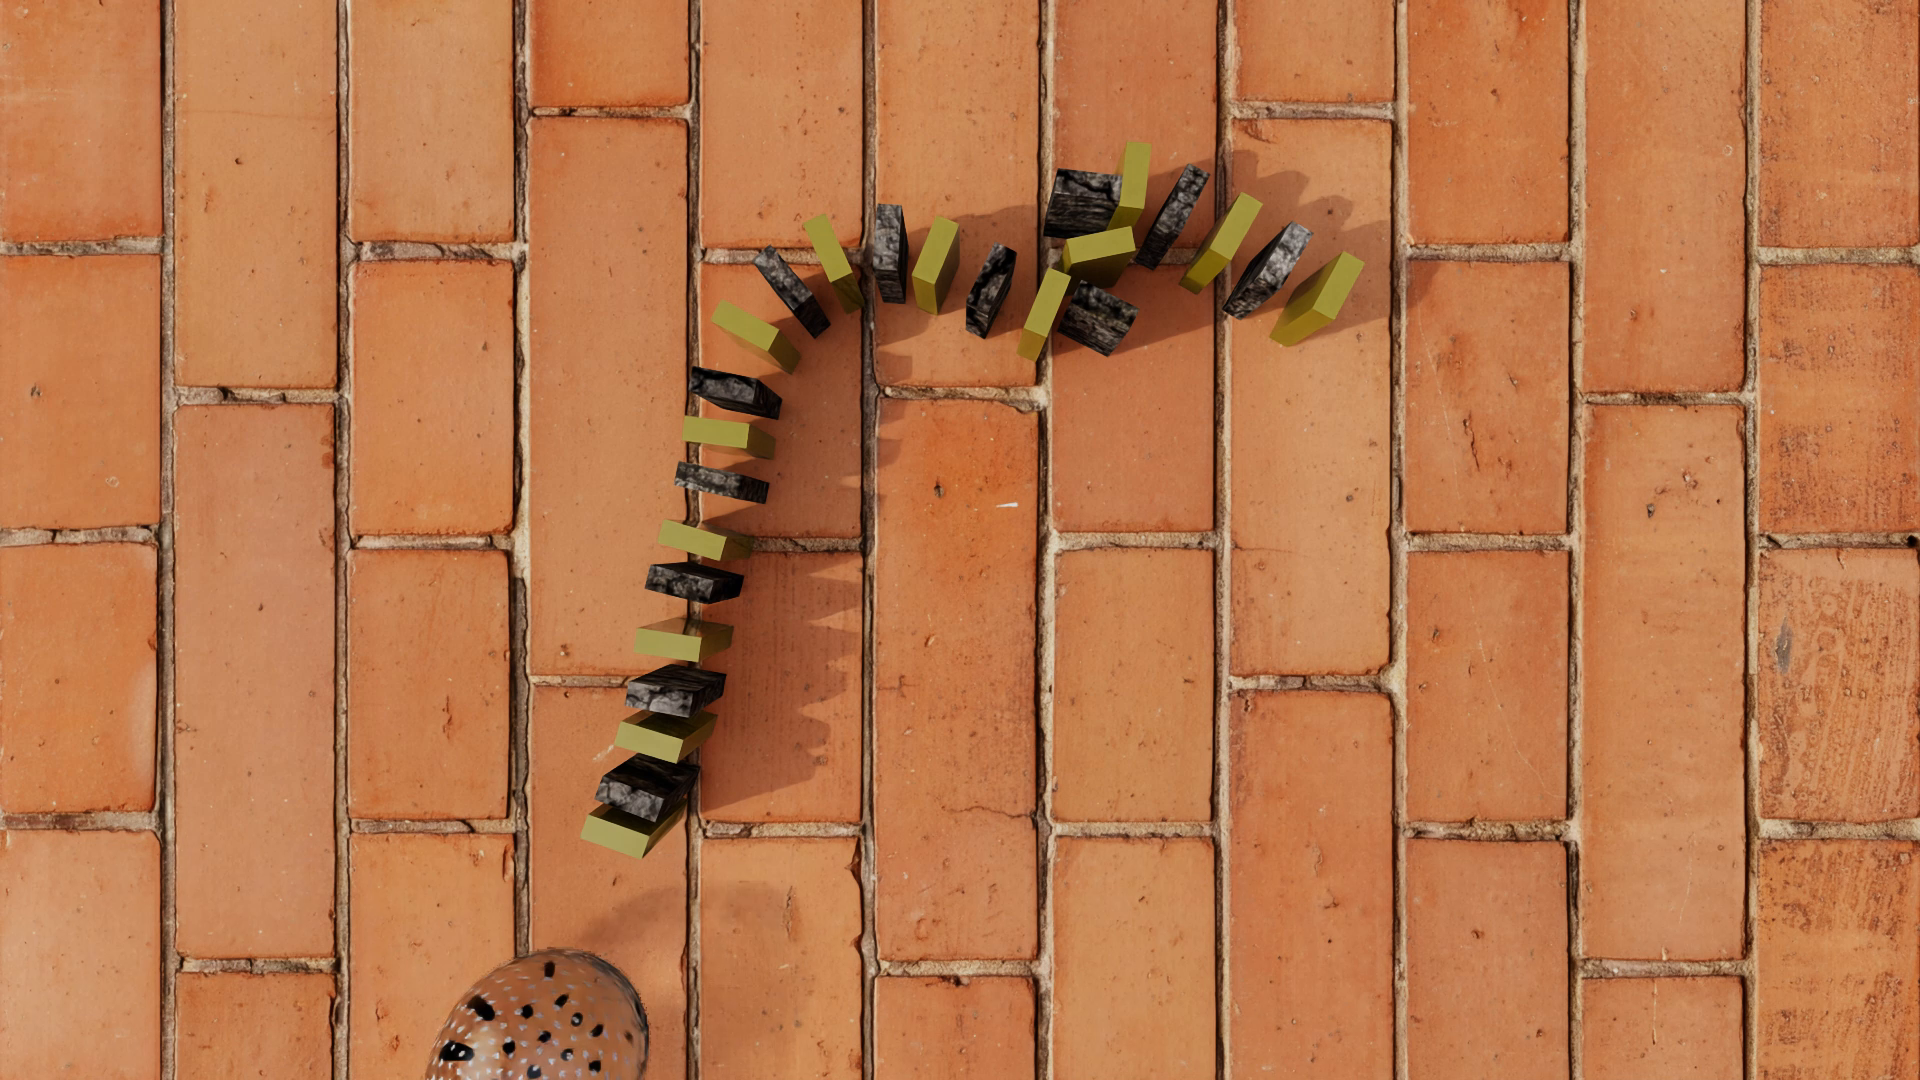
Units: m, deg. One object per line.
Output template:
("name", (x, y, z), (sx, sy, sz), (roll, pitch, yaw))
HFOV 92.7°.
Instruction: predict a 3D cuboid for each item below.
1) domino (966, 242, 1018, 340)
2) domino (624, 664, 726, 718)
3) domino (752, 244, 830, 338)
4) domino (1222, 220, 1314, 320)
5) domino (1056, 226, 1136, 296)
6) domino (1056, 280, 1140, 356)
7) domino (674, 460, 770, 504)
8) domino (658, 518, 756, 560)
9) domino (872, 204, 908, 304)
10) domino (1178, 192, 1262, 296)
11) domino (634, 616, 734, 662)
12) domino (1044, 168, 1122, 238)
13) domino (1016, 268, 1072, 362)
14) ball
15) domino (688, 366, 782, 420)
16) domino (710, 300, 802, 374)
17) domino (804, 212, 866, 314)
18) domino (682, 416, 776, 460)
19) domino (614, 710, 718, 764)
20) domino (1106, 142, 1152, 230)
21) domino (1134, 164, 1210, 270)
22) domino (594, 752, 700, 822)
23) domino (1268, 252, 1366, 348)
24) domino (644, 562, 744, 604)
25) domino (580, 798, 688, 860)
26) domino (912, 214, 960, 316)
("domino", (0.012, -0.101, 0.375), (0.009, 0.050, 0.025), (26, 90, 0))
("domino", (-0.115, 0.061, 0.375), (0.025, 0.050, 0.009), (10, 90, 0))
("domino", (-0.068, -0.100, 0.375), (0.010, 0.050, 0.025), (-40, 90, 0))
("domino", (0.125, -0.109, 0.375), (0.009, 0.050, 0.025), (31, 90, 0))
("domino", (0.054, -0.113, 0.375), (0.025, 0.050, 0.010), (-12, 90, 0))
("domino", (0.055, -0.090, 0.375), (0.025, 0.050, 0.009), (27, 90, 0))
("domino", (-0.096, -0.023, 0.375), (0.025, 0.050, 0.010), (12, 90, 0))
("domino", (-0.103, 0.000, 0.375), (0.025, 0.050, 0.010), (17, 90, 0))
("domino", (-0.028, -0.116, 0.375), (0.009, 0.050, 0.025), (4, 90, 0))
("domino", (0.106, -0.120, 0.375), (0.010, 0.050, 0.025), (30, 90, 0))
("domino", (-0.112, 0.040, 0.375), (0.025, 0.050, 0.010), (9, 90, 0))
("domino", (0.049, -0.136, 0.375), (0.025, 0.050, 0.009), (7, 90, 0))
("domino", (0.033, -0.091, 0.375), (0.009, 0.050, 0.025), (22, 90, 0))
("ball", (-0.164, 0.204, 0.360), (0.080, 0.080, 0.080), (0, 90, 0))
("domino", (-0.091, -0.059, 0.375), (0.025, 0.050, 0.009), (11, 90, 0))
("domino", (-0.082, -0.082, 0.375), (0.025, 0.050, 0.010), (28, 90, 0))
("domino", (-0.051, -0.112, 0.375), (0.009, 0.050, 0.025), (-25, 90, 0))
("domino", (-0.093, -0.041, 0.375), (0.025, 0.050, 0.009), (7, 90, 0))
("domino", (-0.119, 0.077, 0.375), (0.025, 0.050, 0.009), (17, 90, 0))
("domino", (0.067, -0.140, 0.375), (0.009, 0.050, 0.025), (7, 90, 0))
("domino", (0.086, -0.131, 0.375), (0.010, 0.050, 0.025), (27, 90, 0))
("domino", (-0.126, 0.099, 0.375), (0.025, 0.050, 0.009), (21, 90, 0))
("domino", (0.145, -0.097, 0.375), (0.009, 0.050, 0.025), (29, 90, 0))
("domino", (-0.107, 0.017, 0.375), (0.025, 0.050, 0.010), (14, 90, 0))
("domino", (-0.132, 0.114, 0.375), (0.025, 0.050, 0.010), (20, 90, 0))
("domino", (-0.009, -0.111, 0.375), (0.009, 0.050, 0.025), (23, 90, 0))
